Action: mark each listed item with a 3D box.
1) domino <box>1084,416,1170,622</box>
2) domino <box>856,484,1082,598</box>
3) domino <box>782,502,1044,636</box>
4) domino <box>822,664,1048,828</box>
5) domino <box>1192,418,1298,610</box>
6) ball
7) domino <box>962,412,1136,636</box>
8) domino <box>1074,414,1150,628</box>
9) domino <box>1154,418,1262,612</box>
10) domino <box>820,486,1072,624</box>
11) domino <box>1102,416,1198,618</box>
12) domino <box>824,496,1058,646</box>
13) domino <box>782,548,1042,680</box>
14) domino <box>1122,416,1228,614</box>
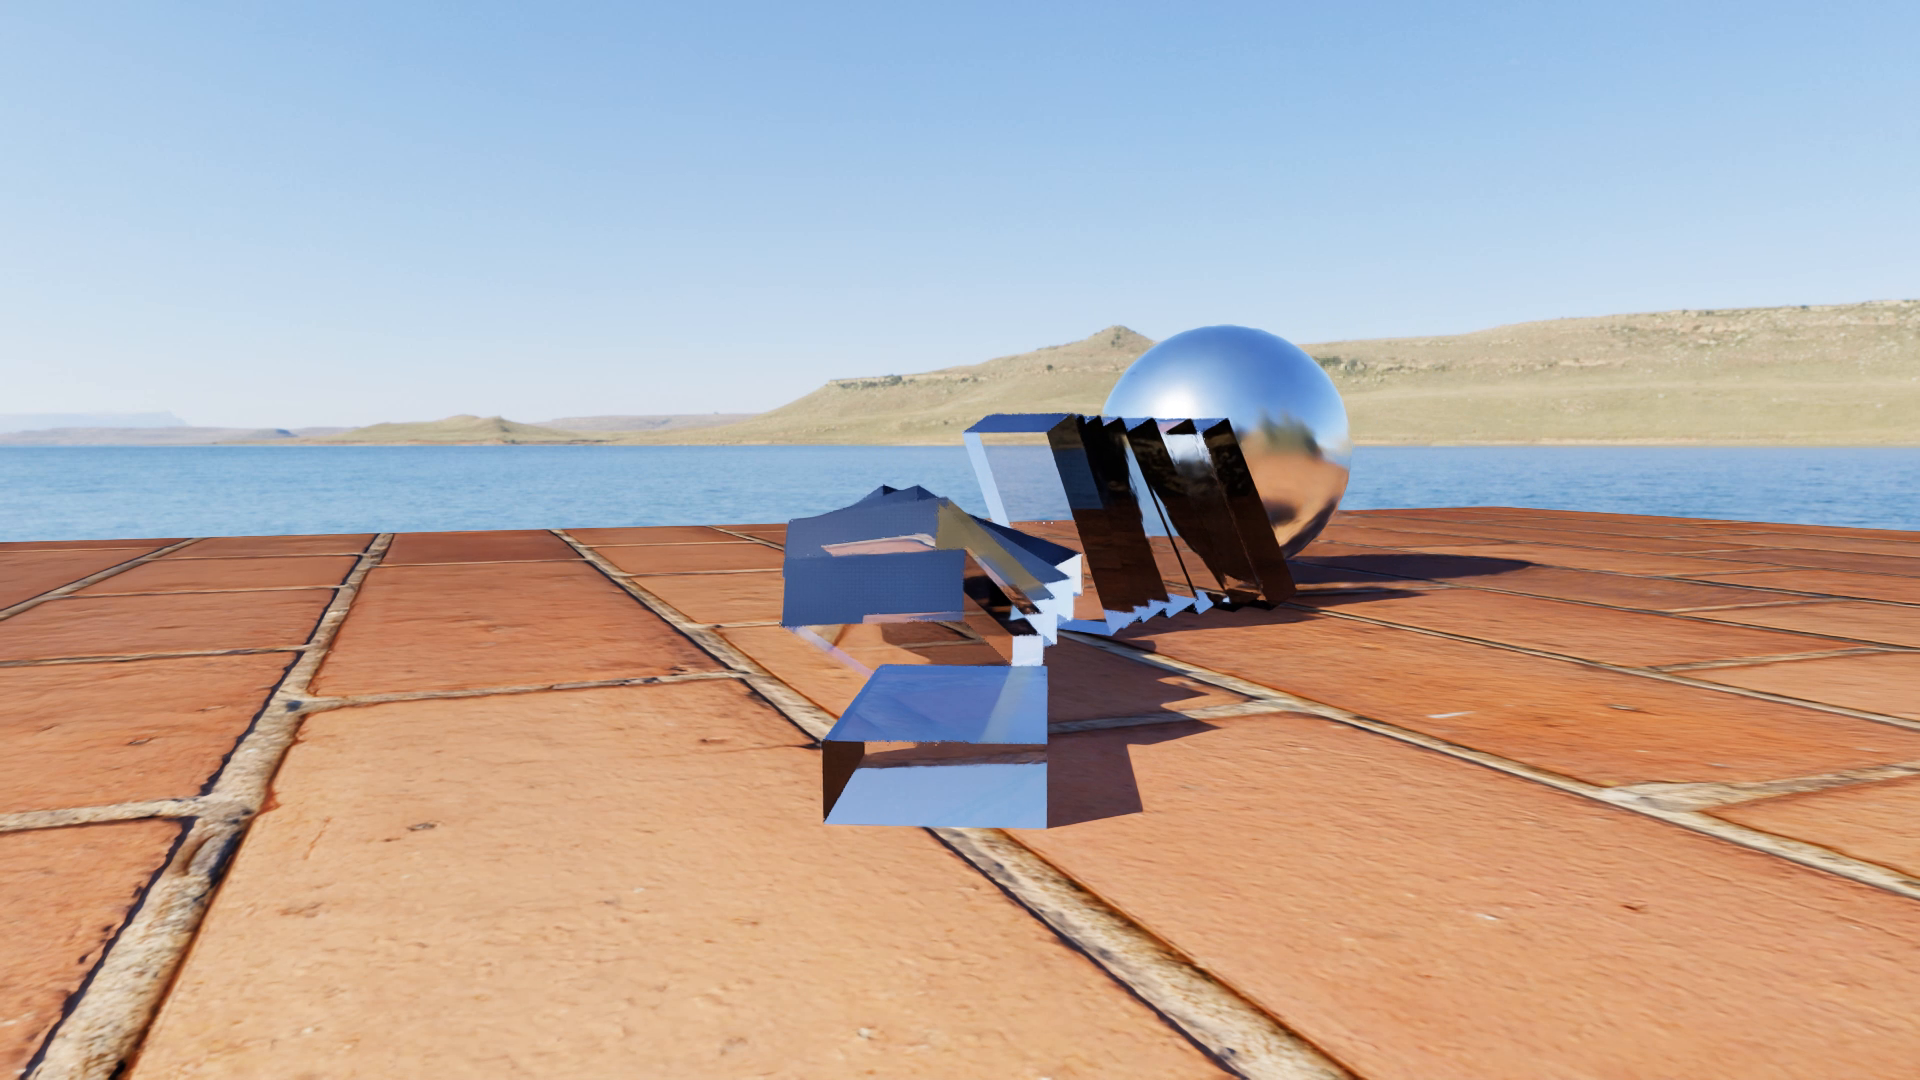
[{"bbox_3d":[0.031,-0.005,0.310,0.010,0.050,0.025,-32,19,-26],"label":"domino"},{"bbox_3d":[-0.002,0.004,0.273,0.050,0.009,0.025,19,-28,-29],"label":"domino"},{"bbox_3d":[-0.006,0.009,0.213,0.025,0.009,0.050,-6,-25,21],"label":"domino"},{"bbox_3d":[-0.001,0.025,0.167,0.025,0.010,0.050,0,4,4],"label":"domino"},{"bbox_3d":[0.068,-0.007,0.335,0.009,0.050,0.025,-30,15,-18],"label":"domino"},{"bbox_3d":[0.083,-0.028,0.408,0.080,0.080,0.080,0,4,0],"label":"ball"},{"bbox_3d":[0.020,-0.004,0.287,0.025,0.050,0.009,4,32,45],"label":"domino"},{"bbox_3d":[0.025,-0.004,0.299,0.010,0.050,0.025,-34,23,-31],"label":"domino"},{"bbox_3d":[0.058,-0.007,0.331,0.009,0.050,0.025,-30,15,-18],"label":"domino"},{"bbox_3d":[-0.002,0.006,0.254,0.025,0.010,0.050,-15,-30,36],"label":"domino"},{"bbox_3d":[0.040,-0.006,0.320,0.009,0.050,0.025,-30,15,-18],"label":"domino"},{"bbox_3d":[-0.003,0.008,0.234,0.025,0.010,0.050,-8,-25,24],"label":"domino"},{"bbox_3d":[-0.005,0.014,0.192,0.025,0.010,0.050,-3,-18,15],"label":"domino"},{"bbox_3d":[0.048,-0.006,0.327,0.009,0.050,0.025,-30,15,-18],"label":"domino"}]
